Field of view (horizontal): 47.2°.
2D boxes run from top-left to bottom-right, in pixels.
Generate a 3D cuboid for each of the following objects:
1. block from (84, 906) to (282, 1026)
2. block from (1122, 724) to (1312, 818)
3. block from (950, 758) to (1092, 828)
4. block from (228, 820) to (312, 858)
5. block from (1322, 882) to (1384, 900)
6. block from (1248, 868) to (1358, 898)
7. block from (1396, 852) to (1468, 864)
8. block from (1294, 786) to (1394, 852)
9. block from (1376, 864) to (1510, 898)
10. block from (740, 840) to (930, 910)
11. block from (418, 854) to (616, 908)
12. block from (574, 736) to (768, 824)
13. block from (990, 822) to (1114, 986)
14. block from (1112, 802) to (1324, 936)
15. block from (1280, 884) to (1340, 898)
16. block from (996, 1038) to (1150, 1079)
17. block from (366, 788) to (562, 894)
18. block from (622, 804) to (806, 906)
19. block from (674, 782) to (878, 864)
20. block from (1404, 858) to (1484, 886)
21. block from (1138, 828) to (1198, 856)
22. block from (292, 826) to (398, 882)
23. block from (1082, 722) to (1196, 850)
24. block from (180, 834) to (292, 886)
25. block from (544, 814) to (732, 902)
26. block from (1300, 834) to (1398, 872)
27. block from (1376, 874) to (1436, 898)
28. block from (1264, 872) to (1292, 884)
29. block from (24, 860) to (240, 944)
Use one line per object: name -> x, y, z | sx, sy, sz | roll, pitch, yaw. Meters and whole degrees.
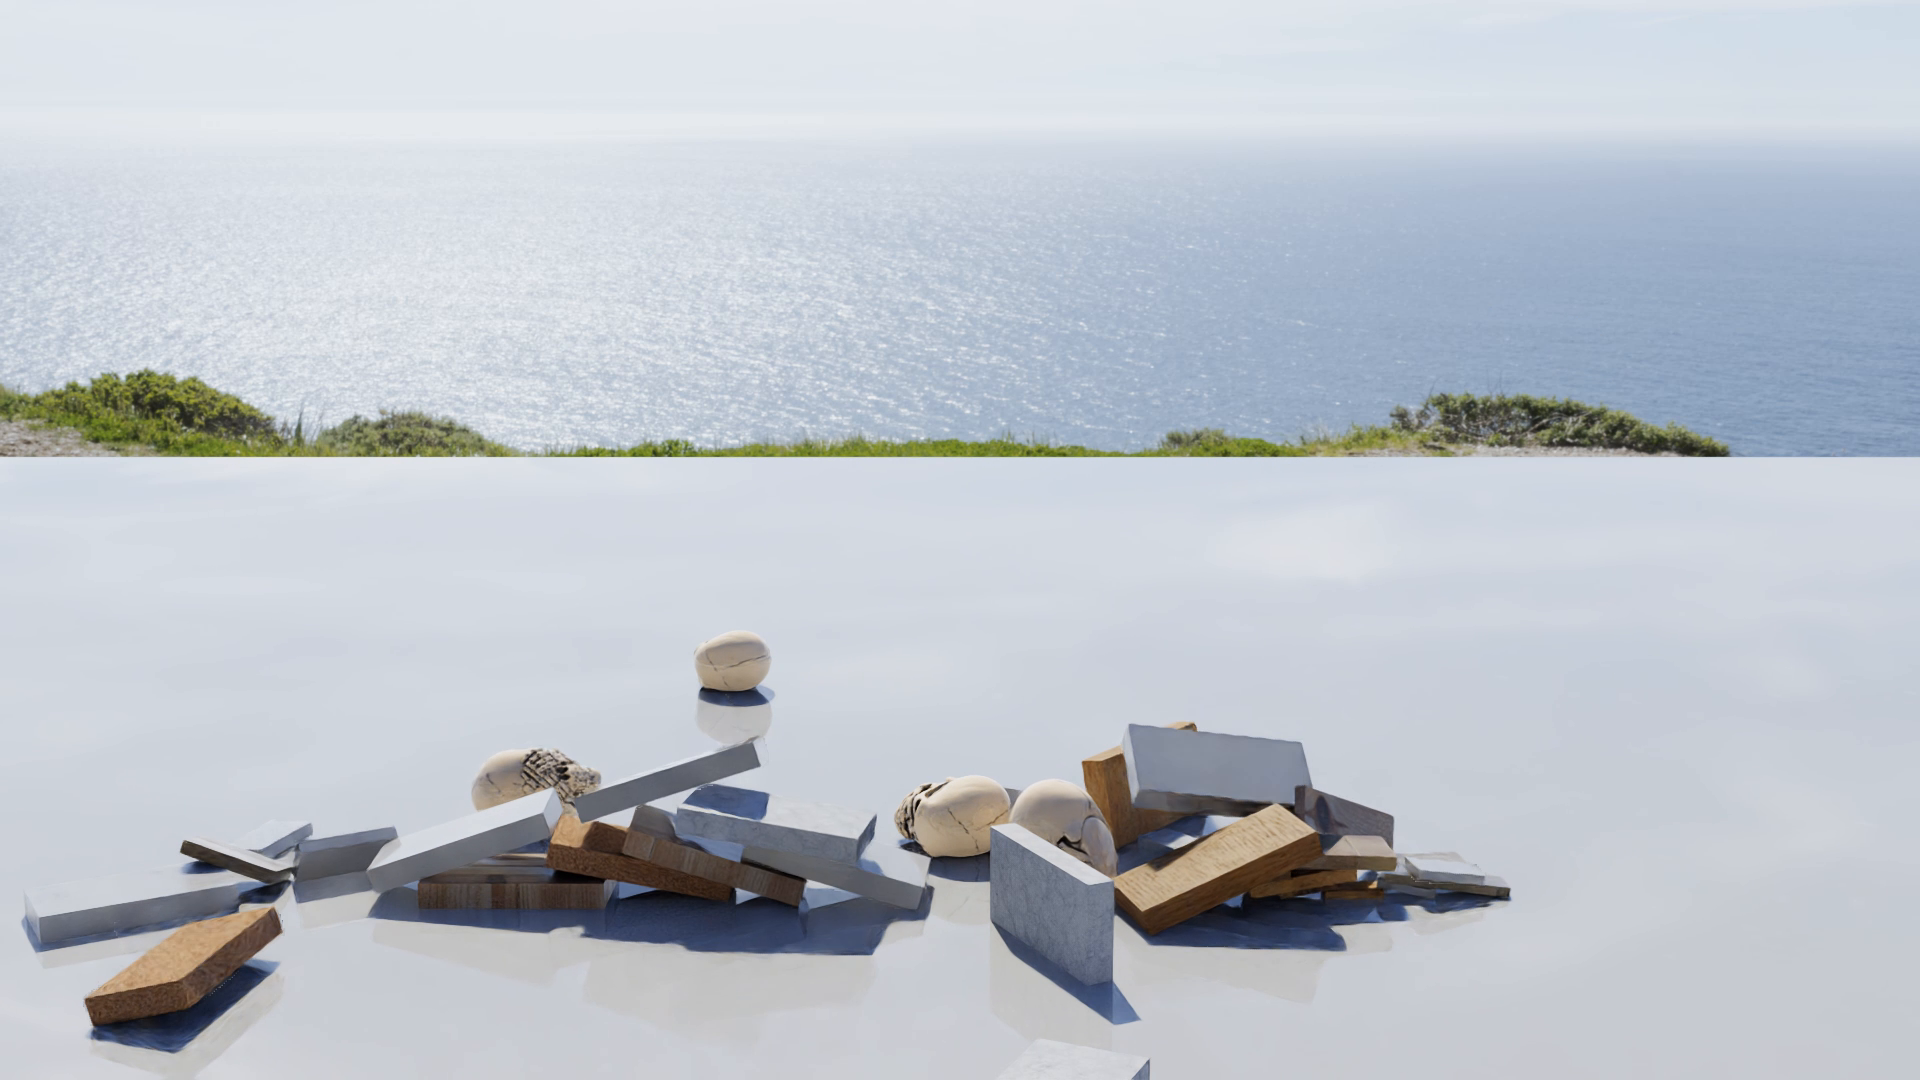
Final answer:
block -> -1.143, 0.627, 3.254 | 0.152, 0.043, 0.303 | -12, 8, 10
block -> 0.442, 0.400, 3.760 | 0.313, 0.044, 0.157 | 7, 38, -10
block -> 0.157, 0.476, 4.159 | 0.319, 0.045, 0.160 | 7, 12, 32
block -> -1.228, 0.534, 3.895 | 0.083, 0.023, 0.166 | -1, 10, 15
block -> 0.653, 0.584, 3.666 | 0.096, 0.014, 0.048 | 0, 11, -1
block -> 0.565, 0.553, 3.665 | 0.177, 0.025, 0.089 | -10, 15, 0
block -> 0.809, 0.558, 3.797 | 0.118, 0.017, 0.059 | -1, 11, -7
block -> 0.658, 0.482, 3.756 | 0.020, 0.070, 0.296 | -9, -21, 39
block -> 0.807, 0.567, 3.673 | 0.210, 0.017, 0.059 | 7, 10, -2
block -> -0.204, 0.530, 3.656 | 0.300, 0.042, 0.150 | 16, 11, 0
block -> -0.733, 0.568, 3.668 | 0.304, 0.043, 0.152 | 0, 11, 0
block -> -0.481, 0.399, 3.680 | 0.308, 0.043, 0.152 | -18, -1, -1
block -> 0.139, 0.559, 3.406 | 0.044, 0.157, 0.313 | -5, 12, -26
block -> 0.415, 0.532, 3.572 | 0.313, 0.044, 0.157 | -23, 15, -11
block -> 0.578, 0.573, 3.660 | 0.096, 0.014, 0.048 | -10, 15, 0
block -> 0.113, 0.728, 2.802 | 0.160, 0.045, 0.320 | 5, 12, 24
block -> -0.825, 0.501, 3.680 | 0.304, 0.043, 0.152 | -18, 10, 0
block -> -0.403, 0.520, 3.644 | 0.300, 0.042, 0.150 | 18, 9, -6
block -> -0.299, 0.461, 3.599 | 0.300, 0.042, 0.150 | 9, 11, 8
block -> 0.805, 0.551, 3.657 | 0.118, 0.017, 0.059 | 7, 10, -13
block -> 0.388, 0.541, 3.877 | 0.070, 0.020, 0.140 | -8, 13, -36
block -> -1.047, 0.535, 3.745 | 0.166, 0.083, 0.023 | -6, 50, -31
block -> 0.339, 0.444, 4.003 | 0.045, 0.160, 0.320 | -5, 5, 37
block -> -1.217, 0.538, 3.703 | 0.166, 0.023, 0.083 | 18, -1, 3
block -> -0.531, 0.532, 3.682 | 0.304, 0.043, 0.152 | 12, 9, -6
block -> 0.623, 0.516, 3.639 | 0.177, 0.025, 0.089 | 3, 15, -8
block -> 0.745, 0.576, 3.668 | 0.096, 0.014, 0.048 | 10, 10, 11
block -> 0.456, 0.549, 3.655 | 0.177, 0.025, 0.089 | -11, 15, 3
block -> -1.348, 0.585, 3.580 | 0.303, 0.043, 0.152 | -6, 12, -31
